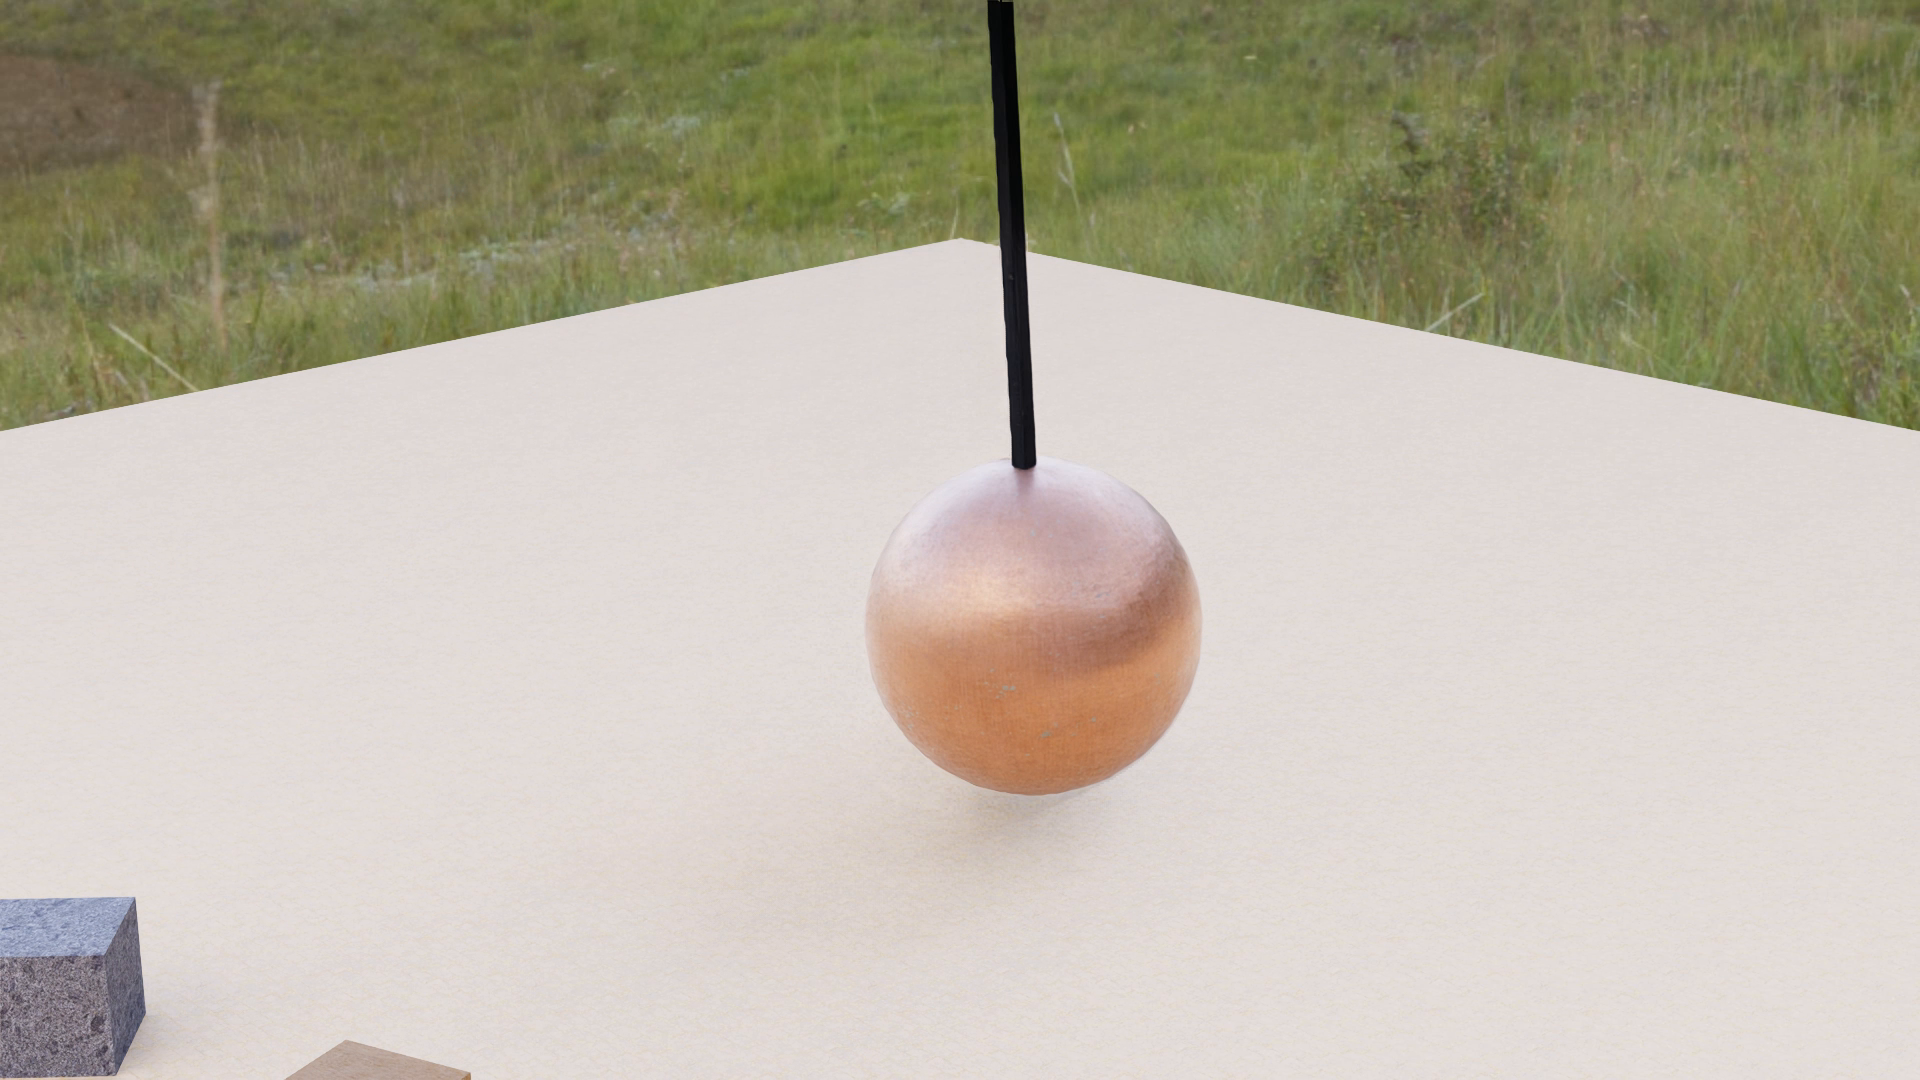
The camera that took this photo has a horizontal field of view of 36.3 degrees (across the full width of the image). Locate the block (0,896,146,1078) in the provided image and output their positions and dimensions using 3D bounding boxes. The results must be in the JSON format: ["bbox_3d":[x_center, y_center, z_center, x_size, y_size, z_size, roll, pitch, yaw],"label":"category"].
[{"bbox_3d":[-3.673,1.792,11.767,0.642,0.524,0.551,-1,17,-3],"label":"block"}]

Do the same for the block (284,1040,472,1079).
[{"bbox_3d":[-2.110,2.203,10.364,0.555,0.583,0.563,9,19,26],"label":"block"}]

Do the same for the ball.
[{"bbox_3d":[0.345,0.403,13.830,1.600,1.600,1.600,0,17,0],"label":"ball"}]

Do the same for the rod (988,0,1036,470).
[{"bbox_3d":[0.149,-2.772,12.627,0.080,5.200,0.080,17,29,42],"label":"rod"}]
